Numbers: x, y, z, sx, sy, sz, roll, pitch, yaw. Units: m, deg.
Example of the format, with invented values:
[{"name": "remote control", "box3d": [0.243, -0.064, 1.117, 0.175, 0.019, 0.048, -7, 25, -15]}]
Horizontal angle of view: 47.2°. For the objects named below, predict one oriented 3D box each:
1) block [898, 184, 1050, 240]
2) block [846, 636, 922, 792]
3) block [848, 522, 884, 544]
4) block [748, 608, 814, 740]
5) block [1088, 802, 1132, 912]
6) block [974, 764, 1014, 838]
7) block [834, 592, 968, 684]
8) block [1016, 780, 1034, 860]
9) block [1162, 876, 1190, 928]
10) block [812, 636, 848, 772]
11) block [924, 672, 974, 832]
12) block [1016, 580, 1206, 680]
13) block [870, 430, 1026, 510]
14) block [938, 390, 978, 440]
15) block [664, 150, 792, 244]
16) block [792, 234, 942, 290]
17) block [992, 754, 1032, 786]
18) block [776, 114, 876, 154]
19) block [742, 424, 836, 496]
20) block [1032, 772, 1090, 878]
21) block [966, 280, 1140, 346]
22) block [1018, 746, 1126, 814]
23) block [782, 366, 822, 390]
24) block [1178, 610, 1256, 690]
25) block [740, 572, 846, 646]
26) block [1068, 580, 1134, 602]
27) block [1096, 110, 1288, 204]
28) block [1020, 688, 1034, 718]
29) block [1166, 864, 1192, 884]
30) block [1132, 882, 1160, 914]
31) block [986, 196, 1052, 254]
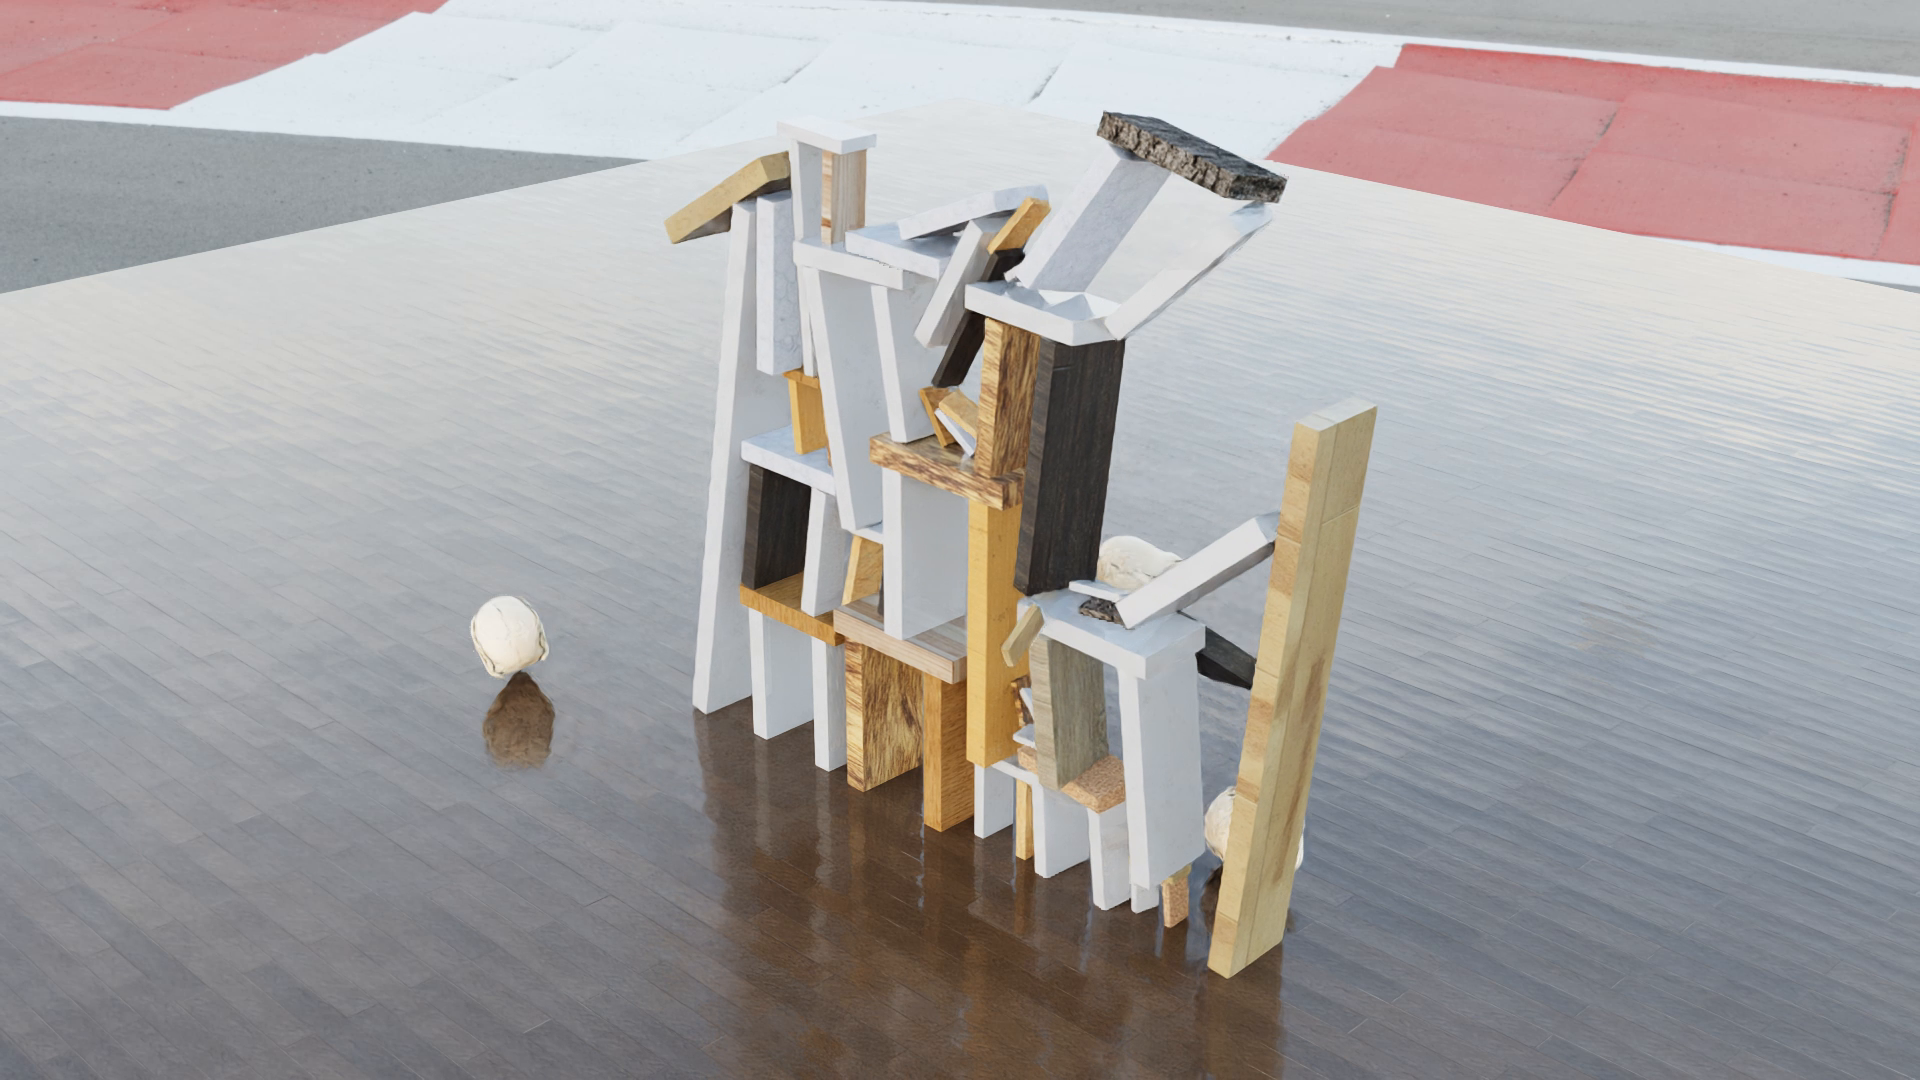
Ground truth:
[{"name": "block", "box3d": [0.023, -0.591, 3.967, 0.131, 0.037, 0.263, -15, 5, -40]}, {"name": "block", "box3d": [-0.155, 0.333, 4.539, 0.171, 0.341, 0.048, -21, 31, -41]}, {"name": "block", "box3d": [-0.140, -0.017, 4.373, 0.157, 0.022, 0.078, 20, 30, 41]}, {"name": "block", "box3d": [-0.379, 0.266, 4.749, 0.043, 0.301, 0.150, 21, 31, 41]}, {"name": "block", "box3d": [0.300, 0.567, 4.111, 0.117, 0.234, 0.033, -20, 29, -29]}, {"name": "block", "box3d": [0.068, 0.499, 4.366, 0.024, 0.171, 0.086, 21, 31, 41]}, {"name": "block", "box3d": [-0.074, 0.185, 4.388, 0.171, 0.048, 0.341, -21, 31, -40]}, {"name": "block", "box3d": [0.148, 0.531, 4.291, 0.024, 0.171, 0.085, 21, 31, 40]}, {"name": "block", "box3d": [0.399, 0.660, 4.064, 0.053, 0.105, 0.015, -28, 35, -36]}, {"name": "block", "box3d": [-0.237, 0.321, 4.619, 0.150, 0.301, 0.043, -21, 31, -41]}, {"name": "block", "box3d": [0.006, 0.396, 4.391, 0.171, 0.341, 0.048, -21, 31, -41]}, {"name": "block", "box3d": [0.264, 0.148, 3.876, 0.155, 0.044, 0.310, -25, 34, -37]}, {"name": "block", "box3d": [0.014, -0.148, 4.147, 0.352, 0.050, 0.176, 21, 31, 41]}, {"name": "block", "box3d": [0.020, -0.230, 4.131, 0.115, 0.016, 0.058, 41, 44, 11]}, {"name": "block", "box3d": [-0.421, -0.688, 4.376, 0.176, 0.050, 0.353, -22, 0, -42]}, {"name": "block", "box3d": [-0.162, -0.537, 4.180, 0.299, 0.042, 0.149, 19, 30, 40]}, {"name": "block", "box3d": [0.106, 0.424, 4.293, 0.171, 0.024, 0.085, 21, 31, 41]}, {"name": "block", "box3d": [-0.254, -0.772, 4.178, 0.181, 0.026, 0.090, 25, 33, 38]}, {"name": "block", "box3d": [-0.298, -0.166, 4.479, 0.144, 0.041, 0.287, -21, 31, -40]}, {"name": "block", "box3d": [0.196, 0.523, 4.220, 0.117, 0.234, 0.033, -20, 30, -33]}, {"name": "block", "box3d": [0.159, -0.401, 3.829, 0.150, 0.043, 0.301, -12, 24, -35]}, {"name": "block", "box3d": [0.227, 0.428, 4.101, 0.117, 0.033, 0.234, -21, 31, -31]}, {"name": "block", "box3d": [-0.274, -0.327, 4.384, 0.076, 0.022, 0.153, -21, 31, -40]}, {"name": "block", "box3d": [0.428, 0.190, 4.131, 0.333, 0.047, 0.167, 31, -11, -37]}, {"name": "block", "box3d": [-0.308, 0.135, 4.617, 0.301, 0.043, 0.150, 21, 31, 41]}, {"name": "block", "box3d": [0.251, 0.091, 3.904, 0.103, 0.015, 0.052, 15, 11, 34]}, {"name": "block", "box3d": [0.379, -0.630, 3.616, 0.146, 0.041, 0.292, -5, 31, -47]}, {"name": "block", "box3d": [0.154, 0.324, 4.184, 0.050, 0.014, 0.099, 8, 40, -42]}, {"name": "block", "box3d": [0.370, 0.598, 4.057, 0.053, 0.015, 0.105, -26, 34, -36]}, {"name": "block", "box3d": [0.347, 0.642, 4.111, 0.053, 0.105, 0.015, -15, 27, -28]}, {"name": "block", "box3d": [0.105, -0.552, 3.894, 0.061, 0.122, 0.017, 2, 45, -53]}]
